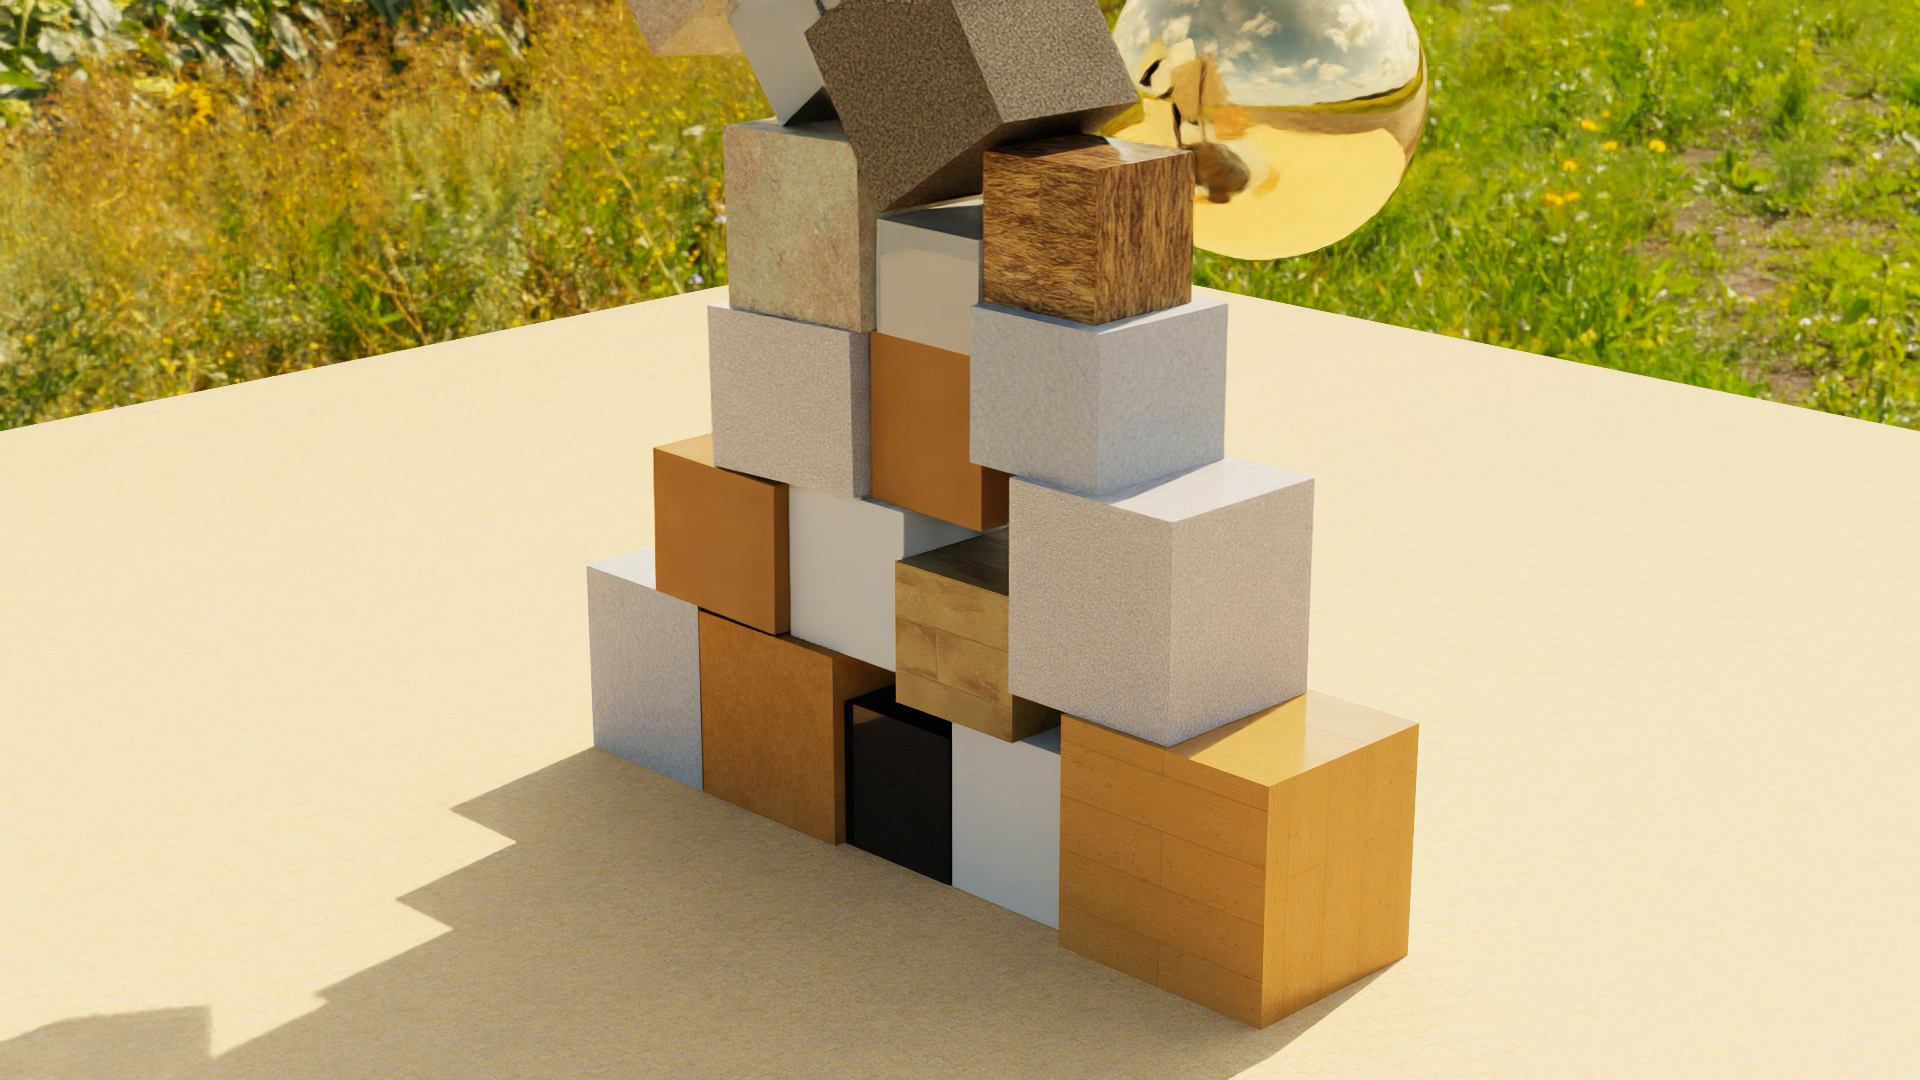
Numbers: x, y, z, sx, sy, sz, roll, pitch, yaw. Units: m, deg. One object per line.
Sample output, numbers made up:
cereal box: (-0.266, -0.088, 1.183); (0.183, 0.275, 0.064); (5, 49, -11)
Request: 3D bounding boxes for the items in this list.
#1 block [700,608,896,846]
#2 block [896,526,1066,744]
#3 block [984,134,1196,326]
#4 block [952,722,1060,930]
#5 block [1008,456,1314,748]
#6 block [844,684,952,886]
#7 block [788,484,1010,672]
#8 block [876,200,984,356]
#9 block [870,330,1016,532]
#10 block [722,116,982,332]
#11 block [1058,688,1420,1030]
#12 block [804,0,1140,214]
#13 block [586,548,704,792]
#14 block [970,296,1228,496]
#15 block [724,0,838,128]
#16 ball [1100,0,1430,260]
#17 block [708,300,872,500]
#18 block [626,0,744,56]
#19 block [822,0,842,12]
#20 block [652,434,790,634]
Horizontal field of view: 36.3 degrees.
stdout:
block: (-0.617, 0.798, 14.237); (0.863, 0.940, 0.948); (-17, 24, -42)
block: (0.248, 0.406, 13.187); (0.729, 0.669, 0.790); (17, 24, 42)
block: (0.541, -1.320, 12.368); (0.607, 0.647, 0.645); (-17, 24, -42)
block: (0.493, 1.184, 13.203); (0.732, 0.824, 0.763); (-17, 24, -42)
block: (0.854, 0.198, 12.526); (0.911, 0.967, 0.913); (-17, 24, -42)
block: (-0.039, 1.084, 13.705); (0.713, 0.714, 0.690); (-17, 24, -42)
block: (-0.274, 0.088, 13.648); (0.761, 0.768, 0.708); (17, 24, 42)
block: (0.079, -1.160, 12.900); (0.631, 0.511, 0.633); (-16, 24, -42)
block: (0.088, -0.554, 13.124); (0.672, 0.779, 0.706); (-16, 24, -42)
block: (-0.482, -1.486, 13.402); (0.847, 0.839, 0.816); (14, 22, 40)
block: (1.179, 1.266, 12.529); (0.994, 1.071, 1.131); (-17, 24, -42)
block: (0.047, -2.040, 12.633); (0.843, 0.865, 0.879); (-16, -9, -43)
block: (-1.266, 0.590, 14.848); (0.859, 0.970, 0.861); (-17, 24, -42)
block: (0.592, -0.670, 12.528); (0.809, 0.689, 0.742); (-17, 24, -42)
block: (-0.608, -2.298, 13.226); (0.512, 0.624, 0.539); (-17, -14, -43)
ball: (1.467, -2.159, 14.201); (1.600, 1.600, 1.600); (0, 17, 0)
block: (-0.551, -0.725, 13.667); (0.920, 0.768, 0.815); (14, 22, 40)
block: (-1.038, -2.746, 13.577); (0.780, 0.646, 0.813); (-11, -19, -47)
block: (-0.321, -2.668, 12.867); (0.527, 0.594, 0.567); (-17, -12, -41)
block: (-0.851, -0.097, 14.214); (0.873, 0.726, 0.909); (18, 25, 42)
